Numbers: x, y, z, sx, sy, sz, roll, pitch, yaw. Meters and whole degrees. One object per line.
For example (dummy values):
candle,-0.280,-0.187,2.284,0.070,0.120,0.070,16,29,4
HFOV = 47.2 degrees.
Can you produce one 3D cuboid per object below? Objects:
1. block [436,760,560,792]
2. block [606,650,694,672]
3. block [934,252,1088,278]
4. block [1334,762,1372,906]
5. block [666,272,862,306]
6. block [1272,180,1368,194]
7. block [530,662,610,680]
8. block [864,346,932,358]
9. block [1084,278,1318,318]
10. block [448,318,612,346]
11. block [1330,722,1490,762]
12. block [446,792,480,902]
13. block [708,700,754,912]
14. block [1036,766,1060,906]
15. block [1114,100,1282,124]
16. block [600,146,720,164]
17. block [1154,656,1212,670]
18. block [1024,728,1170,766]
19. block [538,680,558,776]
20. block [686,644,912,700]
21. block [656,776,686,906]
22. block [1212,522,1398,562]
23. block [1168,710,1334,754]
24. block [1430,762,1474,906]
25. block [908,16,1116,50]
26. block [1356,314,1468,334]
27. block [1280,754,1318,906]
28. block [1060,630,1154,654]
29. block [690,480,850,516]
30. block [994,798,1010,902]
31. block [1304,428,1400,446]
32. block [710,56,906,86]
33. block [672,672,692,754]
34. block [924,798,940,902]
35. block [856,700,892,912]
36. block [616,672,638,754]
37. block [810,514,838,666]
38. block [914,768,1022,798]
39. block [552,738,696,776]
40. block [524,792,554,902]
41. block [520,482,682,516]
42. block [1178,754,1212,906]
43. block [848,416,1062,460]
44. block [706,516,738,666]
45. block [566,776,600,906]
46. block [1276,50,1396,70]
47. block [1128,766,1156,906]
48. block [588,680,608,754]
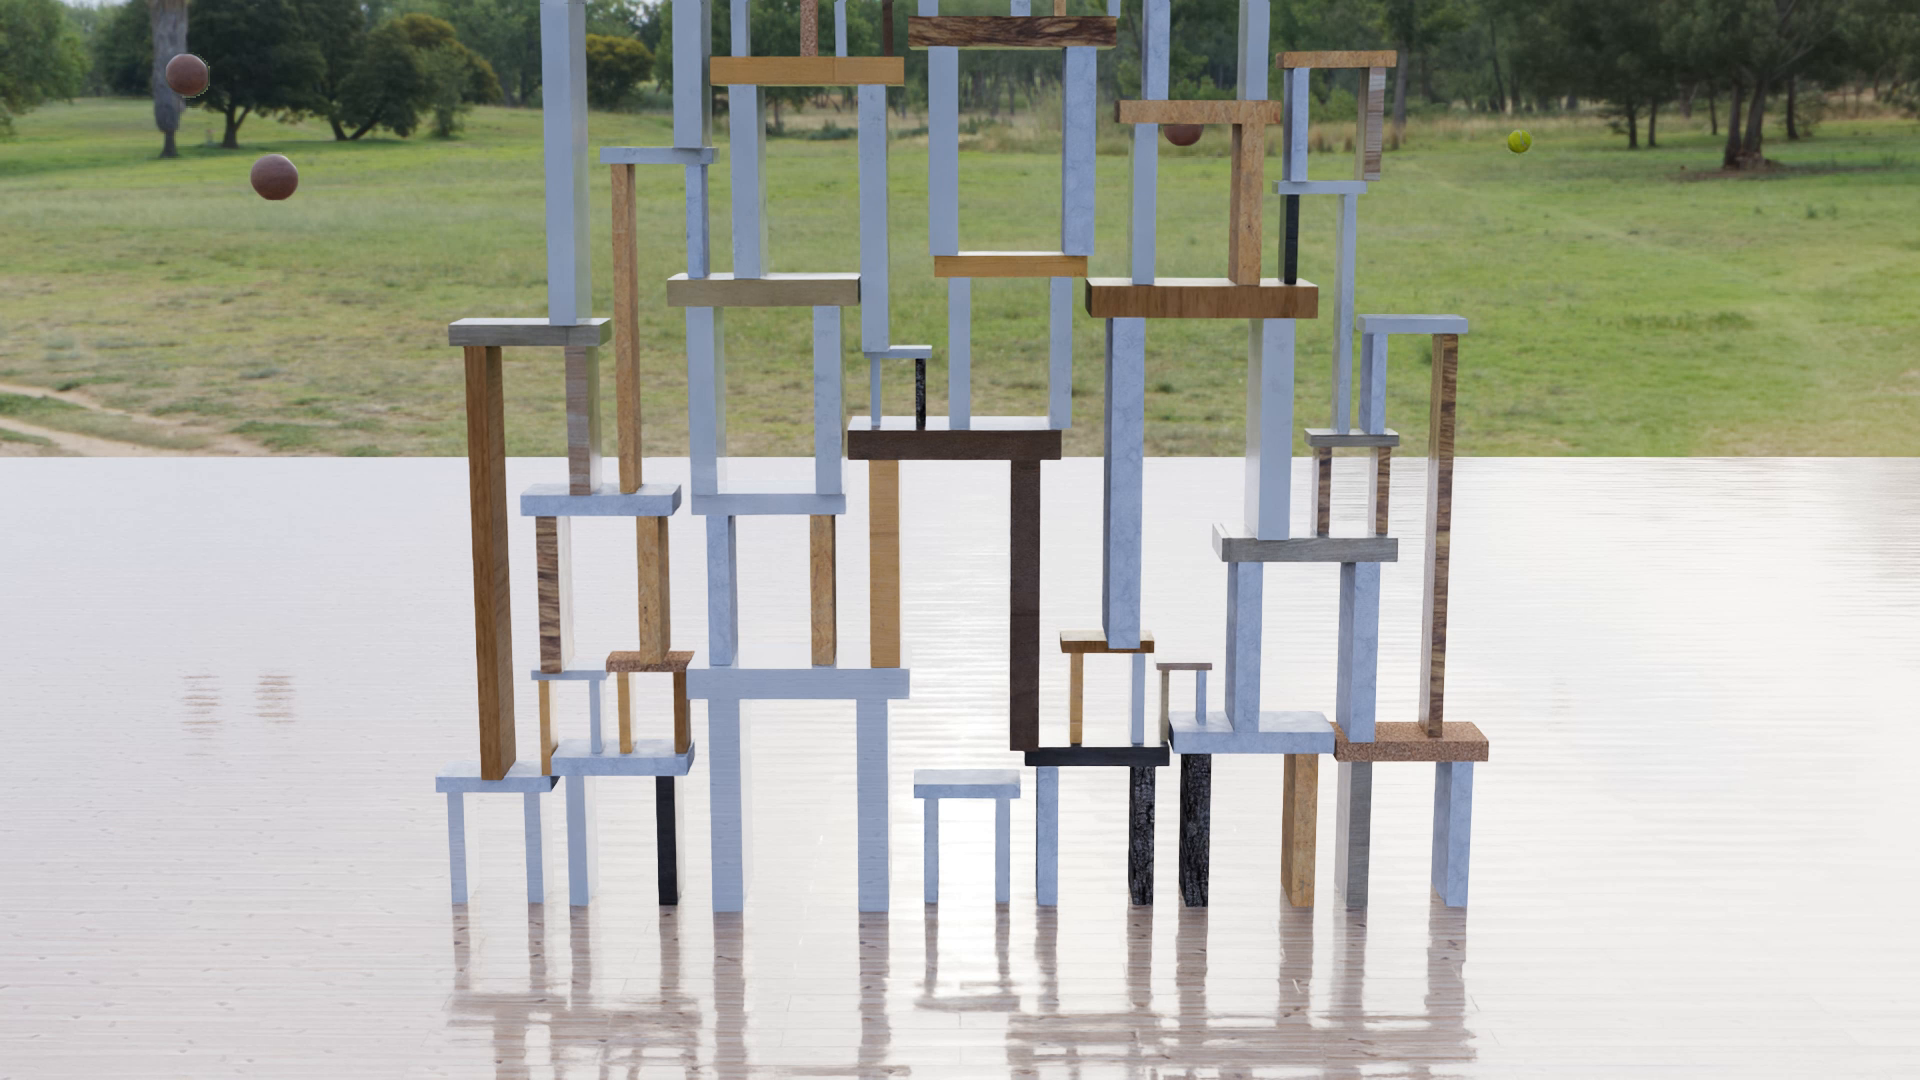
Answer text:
block,-0.762,0.391,3.636,0.188,0.027,0.094,0,11,0
block,-0.506,0.198,3.595,0.137,0.019,0.068,0,11,0
block,0.079,-0.436,3.473,0.238,0.034,0.119,0,11,0
block,0.652,0.469,3.647,0.035,0.246,0.123,0,11,0
block,-0.306,-0.397,3.481,0.296,0.042,0.148,0,11,0
block,0.564,-0.555,3.456,0.139,0.020,0.069,-1,11,0
block,-0.635,0.214,3.598,0.122,0.017,0.061,0,11,-1
block,-0.099,-0.300,3.504,0.107,0.015,0.054,0,11,0
block,0.378,-0.384,3.486,0.350,0.050,0.175,0,11,0
block,-0.681,-0.331,3.495,0.237,0.034,0.118,0,11,0
block,0.734,0.331,3.621,0.246,0.035,0.123,0,11,0
block,-0.825,0.497,3.656,0.027,0.188,0.094,0,11,0
block,-0.378,0.414,3.640,0.050,0.356,0.178,0,11,0
block,0.144,0.473,3.651,0.033,0.236,0.118,0,11,0
block,0.368,-0.667,3.429,0.247,0.035,0.123,0,11,0
block,-0.470,-0.603,3.449,0.176,0.025,0.088,0,11,0
block,0.365,0.202,3.600,0.091,0.013,0.045,0,11,0
block,0.223,0.341,3.627,0.236,0.033,0.118,0,11,0
block,-0.676,0.301,3.613,0.017,0.159,0.061,0,11,0
block,-0.259,0.214,3.604,0.356,0.050,0.178,0,11,0
block,-0.480,0.482,3.648,0.031,0.220,0.110,0,11,0
block,0.556,0.003,3.560,0.280,0.040,0.140,0,11,0
block,0.476,0.316,3.619,0.260,0.037,0.130,0,11,0
block,0.816,0.469,3.647,0.035,0.246,0.123,0,11,0
block,0.080,-0.787,3.418,0.316,0.045,0.158,0,11,0
block,0.717,-0.343,3.493,0.161,0.023,0.081,0,10,1
block,0.562,0.462,3.647,0.037,0.260,0.130,0,11,0
block,0.240,0.166,3.595,0.150,0.021,0.075,0,11,0
block,-0.304,-0.068,3.544,0.246,0.035,0.123,0,11,0
block,0.070,0.502,3.658,0.025,0.176,0.088,0,11,0
block,0.628,-0.164,3.529,0.140,0.020,0.070,0,11,0
block,-0.233,-0.729,3.423,0.295,0.042,0.148,0,11,0
block,-0.456,0.275,3.611,0.019,0.137,0.068,0,11,0
block,-0.047,0.502,3.658,0.025,0.176,0.088,0,11,0
block,-0.141,0.414,3.640,0.050,0.356,0.178,0,11,0
block,-0.546,0.275,3.611,0.019,0.137,0.068,-1,11,0
block,-0.222,0.069,3.570,0.035,0.246,0.123,0,11,0
block,0.012,0.403,3.639,0.176,0.025,0.088,0,11,0
block,-0.553,0.358,3.626,0.221,0.031,0.110,0,11,0
block,-0.700,0.497,3.656,0.027,0.188,0.094,0,11,0
block,-0.577,-0.066,3.551,0.241,0.034,0.121,0,11,0
block,0.389,0.462,3.646,0.037,0.260,0.130,0,11,0
block,-0.009,-0.164,3.533,0.336,0.048,0.168,0,11,0
block,-0.385,0.070,3.570,0.035,0.246,0.123,0,11,0
block,-0.626,0.482,3.649,0.031,0.221,0.110,0,11,0
block,0.583,-0.746,3.417,0.173,0.024,0.086,-1,11,-1
block,0.301,0.473,3.651,0.033,0.236,0.118,0,11,0
block,-0.594,0.282,3.612,0.017,0.122,0.061,0,11,0
